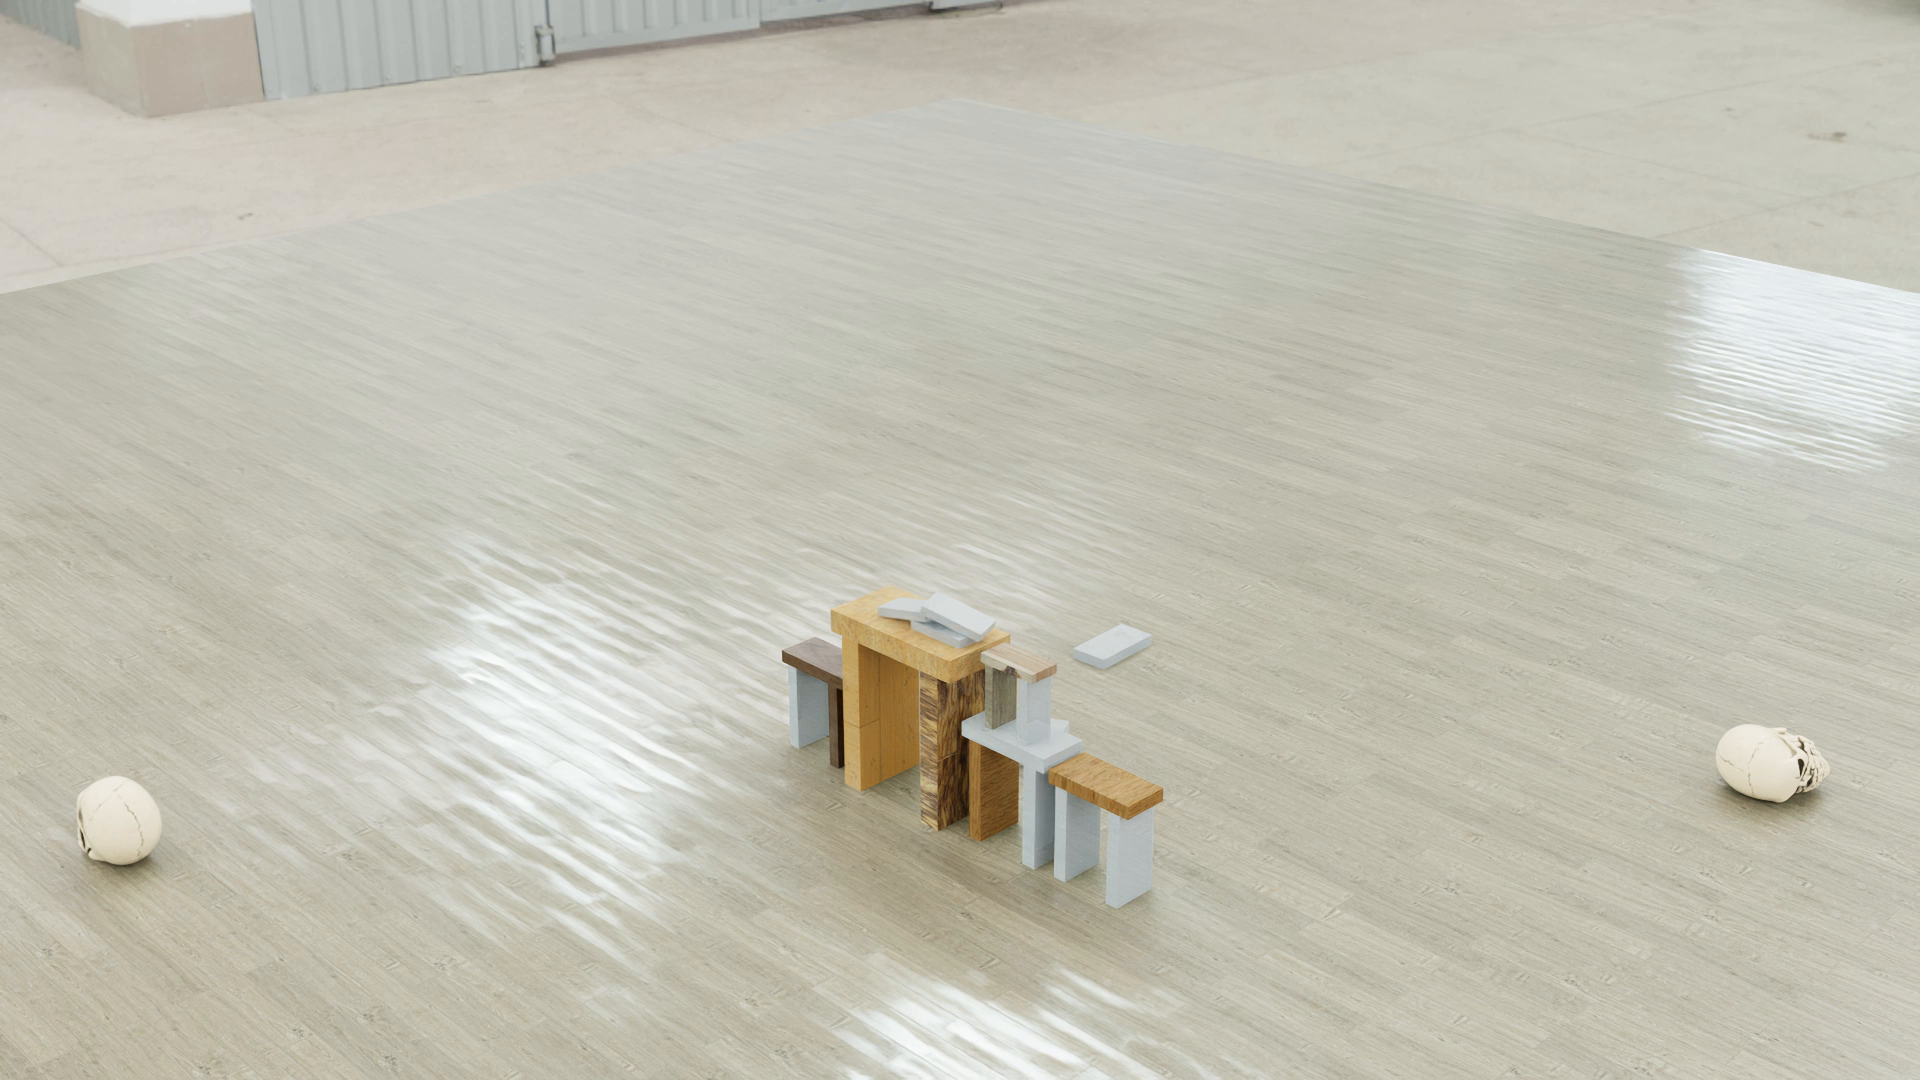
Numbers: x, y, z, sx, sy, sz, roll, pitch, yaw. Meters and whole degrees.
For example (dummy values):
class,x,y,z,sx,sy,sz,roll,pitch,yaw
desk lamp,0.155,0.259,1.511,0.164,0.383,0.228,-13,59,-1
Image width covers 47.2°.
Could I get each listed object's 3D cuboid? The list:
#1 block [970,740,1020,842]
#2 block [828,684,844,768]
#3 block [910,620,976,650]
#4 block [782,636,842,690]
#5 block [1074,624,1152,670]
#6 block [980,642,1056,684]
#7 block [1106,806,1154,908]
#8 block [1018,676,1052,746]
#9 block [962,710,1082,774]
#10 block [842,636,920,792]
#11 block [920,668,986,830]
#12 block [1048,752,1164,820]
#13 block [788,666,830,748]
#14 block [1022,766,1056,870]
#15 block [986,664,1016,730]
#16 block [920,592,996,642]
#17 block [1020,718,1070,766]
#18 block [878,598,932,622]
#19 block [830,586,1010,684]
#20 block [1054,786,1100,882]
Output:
class,x,y,z,sx,sy,sz,roll,pitch,yaw
block,0.068,0.478,4.355,0.031,0.219,0.109,21,31,41
block,-0.231,0.377,4.629,0.027,0.191,0.095,21,31,41
block,-0.026,0.176,4.330,0.134,0.019,0.067,21,31,40
block,-0.276,0.259,4.627,0.191,0.027,0.095,21,31,41
block,0.357,0.249,5.142,0.090,0.025,0.180,19,30,38
block,0.111,0.234,4.196,0.068,0.019,0.136,-21,31,-41
block,0.320,0.583,4.131,0.028,0.199,0.099,21,31,41
block,0.143,0.318,4.197,0.019,0.136,0.068,21,31,41
block,0.119,0.383,4.259,0.219,0.031,0.109,21,31,41
block,-0.162,0.333,4.542,0.048,0.339,0.170,21,31,41
block,-0.002,0.395,4.395,0.048,0.339,0.170,21,31,41
block,0.273,0.461,4.130,0.199,0.028,0.099,21,31,41
block,-0.321,0.342,4.711,0.027,0.191,0.095,21,31,41
block,0.171,0.518,4.260,0.031,0.219,0.109,21,31,41
block,0.079,0.293,4.256,0.019,0.136,0.068,21,31,41
block,-0.004,0.150,4.309,0.134,0.019,0.067,26,35,17
block,0.164,0.432,4.710,0.090,0.025,0.180,8,24,19
block,-0.093,0.138,4.383,0.134,0.019,0.067,5,20,44
block,-0.081,0.185,4.394,0.339,0.048,0.170,21,31,40
block,0.226,0.547,4.217,0.028,0.199,0.099,21,31,41
